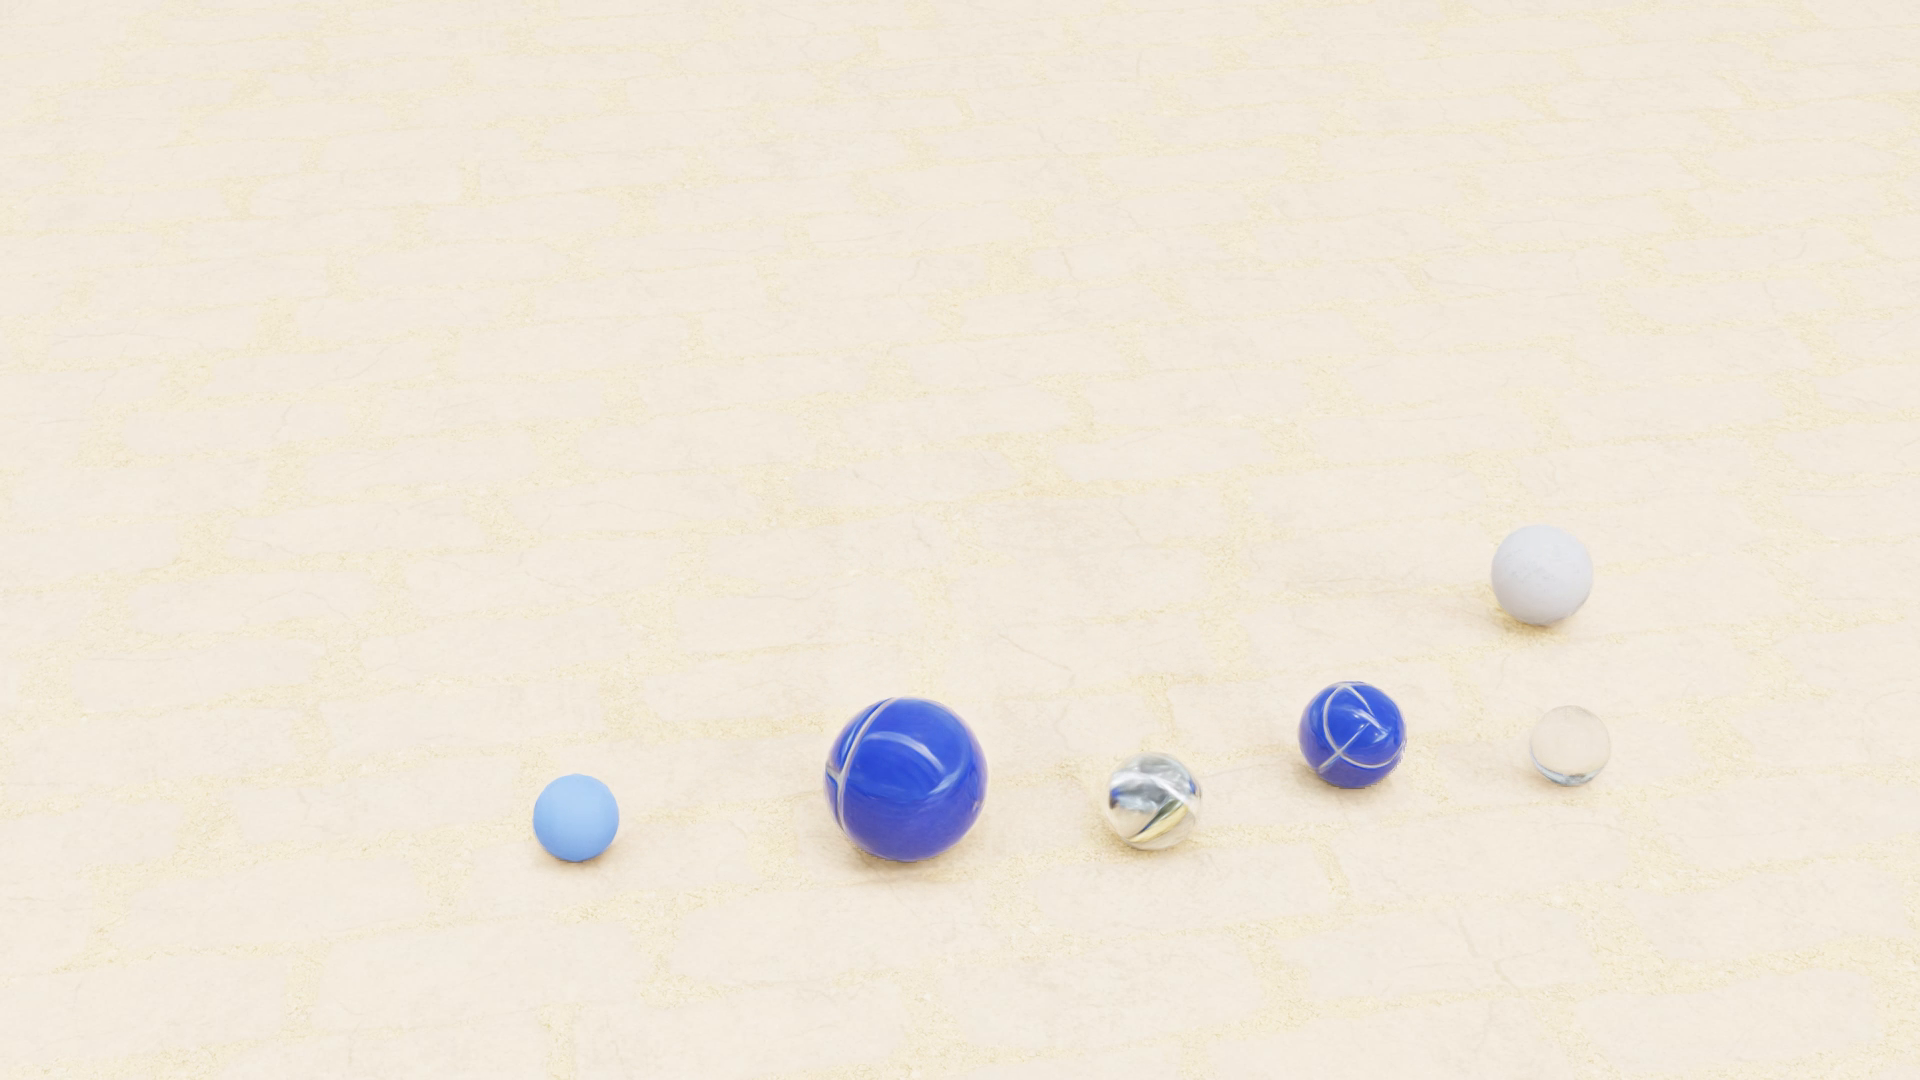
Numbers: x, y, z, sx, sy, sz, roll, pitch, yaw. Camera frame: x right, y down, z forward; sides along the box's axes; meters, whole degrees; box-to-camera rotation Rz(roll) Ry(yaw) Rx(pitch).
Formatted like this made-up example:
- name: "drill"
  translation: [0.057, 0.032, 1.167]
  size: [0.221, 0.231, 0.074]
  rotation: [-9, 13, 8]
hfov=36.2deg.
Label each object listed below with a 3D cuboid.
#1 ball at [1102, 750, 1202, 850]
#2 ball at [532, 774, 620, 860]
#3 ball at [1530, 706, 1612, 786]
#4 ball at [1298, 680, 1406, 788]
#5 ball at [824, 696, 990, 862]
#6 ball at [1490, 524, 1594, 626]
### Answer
- name: "ball"
  translation: [0.096, 0.130, 1.467]
  size: [0.049, 0.049, 0.049]
  rotation: [0, 31, 0]
- name: "ball"
  translation: [-0.191, 0.138, 1.460]
  size: [0.043, 0.043, 0.043]
  rotation: [0, 31, 0]
- name: "ball"
  translation: [0.314, 0.106, 1.515]
  size: [0.041, 0.041, 0.041]
  rotation: [0, 31, 0]
- name: "ball"
  translation: [0.201, 0.100, 1.512]
  size: [0.055, 0.055, 0.055]
  rotation: [0, 31, 0]
- name: "ball"
  translation: [-0.026, 0.118, 1.456]
  size: [0.082, 0.082, 0.082]
  rotation: [0, 31, 0]
- name: "ball"
  translation: [0.326, 0.019, 1.646]
  size: [0.057, 0.057, 0.057]
  rotation: [0, 31, 0]
